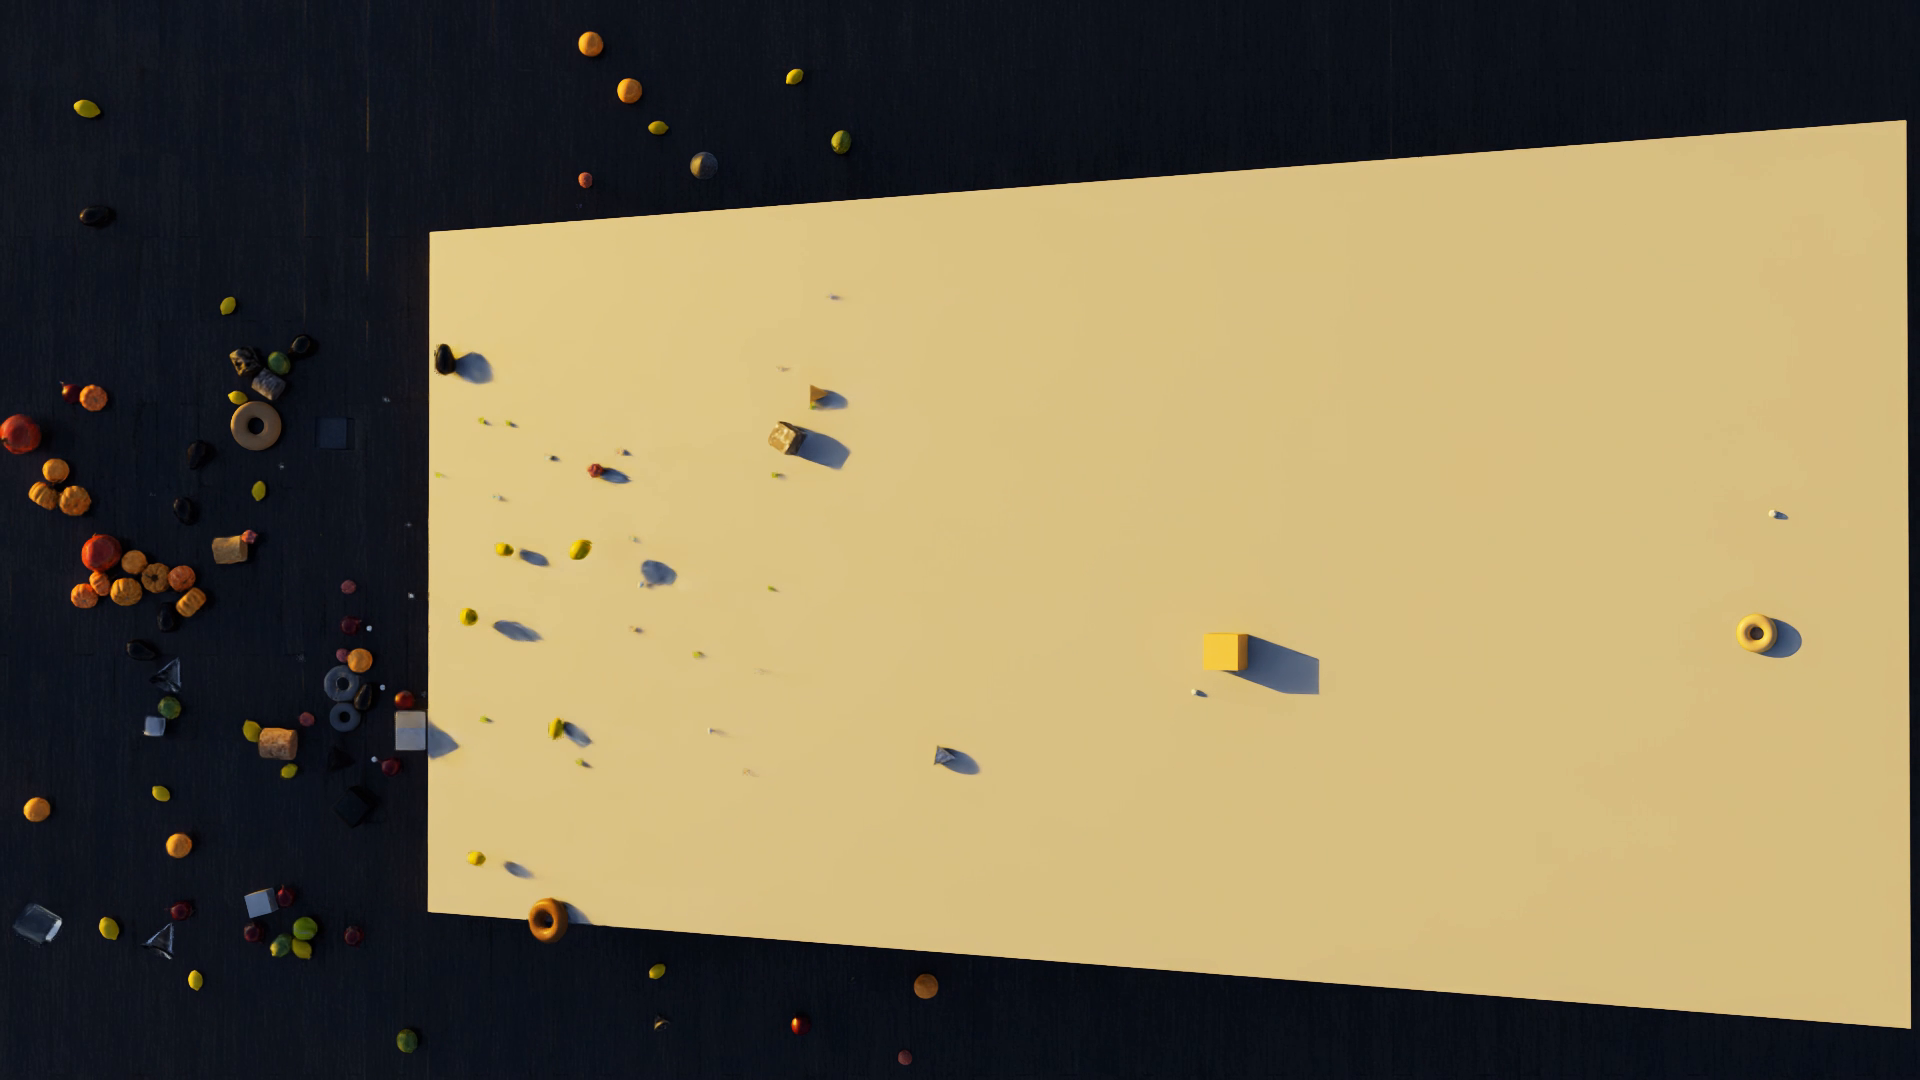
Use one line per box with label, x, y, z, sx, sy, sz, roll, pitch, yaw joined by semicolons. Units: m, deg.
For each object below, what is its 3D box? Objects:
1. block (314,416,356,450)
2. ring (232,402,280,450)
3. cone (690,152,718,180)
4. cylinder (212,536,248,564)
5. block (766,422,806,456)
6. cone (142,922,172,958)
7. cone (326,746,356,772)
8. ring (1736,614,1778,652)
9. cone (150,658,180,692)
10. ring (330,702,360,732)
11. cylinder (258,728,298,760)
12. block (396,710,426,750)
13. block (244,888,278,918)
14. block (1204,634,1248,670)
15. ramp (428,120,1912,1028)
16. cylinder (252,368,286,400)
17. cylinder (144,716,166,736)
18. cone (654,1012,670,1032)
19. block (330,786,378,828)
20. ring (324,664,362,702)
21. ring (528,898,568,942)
block;-1.854;-0.317;6.523;0.093;0.093;0.093;2;89;0
ring;-2.095;-0.340;6.546;0.149;0.050;0.149;0;91;0
cone;-0.766;-1.120;6.538;0.083;0.083;0.083;0;89;0
cylinder;-2.165;0.029;6.526;0.079;0.079;0.079;-6;89;0
block;-0.469;-0.275;5.953;0.065;0.065;0.065;35;103;20
cone;-2.362;1.179;6.531;0.096;0.096;0.096;19;63;0
cone;-1.833;0.656;6.540;0.081;0.081;0.081;9;89;-27
ring;1.796;0.211;4.955;0.088;0.029;0.088;2;94;26
cone;-2.345;0.390;6.540;0.095;0.095;0.095;16;63;0
ring;-1.830;0.527;6.544;0.094;0.031;0.094;0;93;1
cylinder;-2.019;0.603;6.515;0.089;0.089;0.089;3;89;0
block;-1.619;0.561;6.480;0.083;0.083;0.083;1;122;-14
block;-2.071;1.076;6.520;0.066;0.066;0.066;-15;89;0
block;0.656;0.276;5.432;0.087;0.087;0.087;0;89;24
ramp;0.283;0.083;5.703;4.000;0.100;2.000;0;89;24
cylinder;-2.054;-0.462;6.537;0.070;0.070;0.070;36;89;-5
cylinder;-2.390;0.552;6.532;0.055;0.055;0.055;8;89;0
cone;-0.895;1.424;6.537;0.053;0.053;0.053;-31;63;0
block;-1.796;0.791;6.514;0.085;0.085;0.085;42;89;0
ring;-1.836;0.427;6.543;0.113;0.038;0.113;0;90;-1
ring;-1.172;1.083;6.264;0.128;0.043;0.128;-1;88;25
